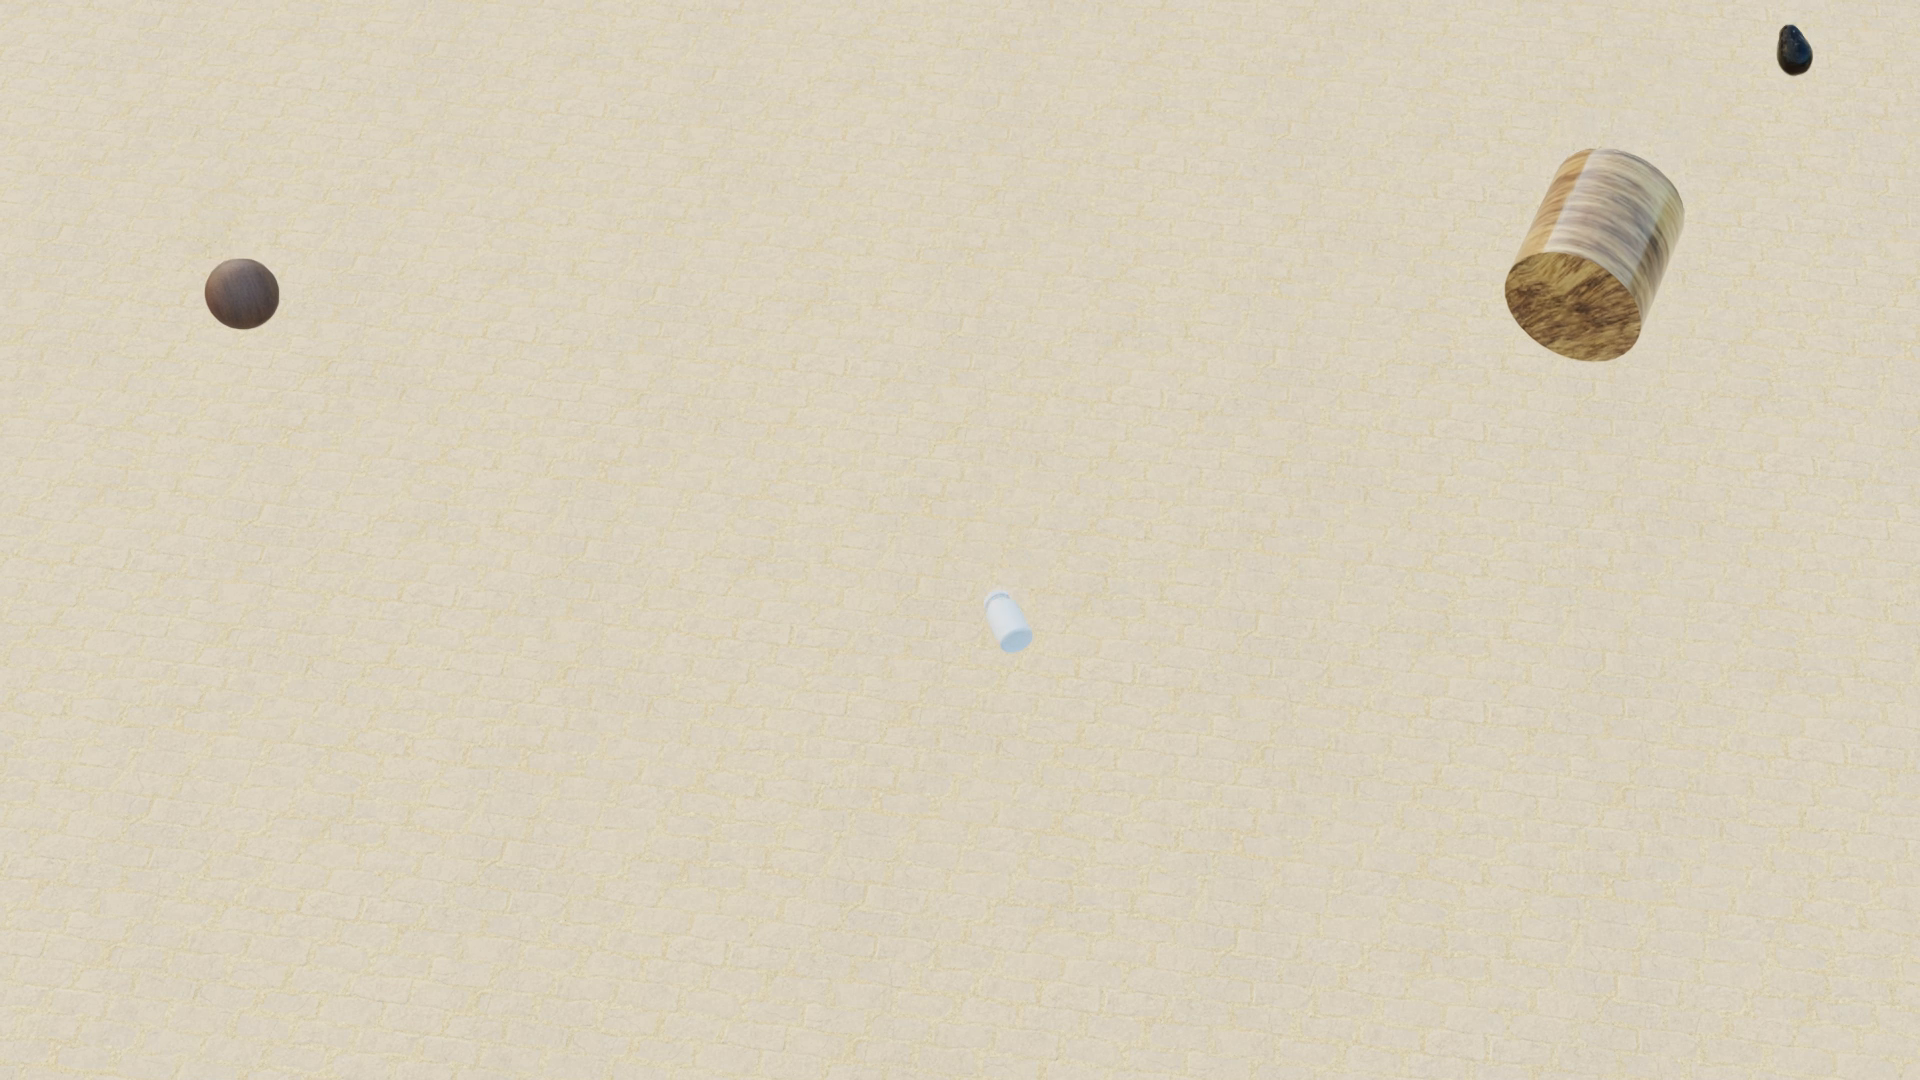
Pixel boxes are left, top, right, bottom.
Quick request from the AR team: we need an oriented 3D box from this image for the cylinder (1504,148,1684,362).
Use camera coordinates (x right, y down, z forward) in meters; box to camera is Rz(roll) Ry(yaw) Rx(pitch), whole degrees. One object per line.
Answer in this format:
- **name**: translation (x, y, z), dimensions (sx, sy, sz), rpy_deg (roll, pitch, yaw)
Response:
- **cylinder**: translation (0.980, -0.440, 3.390), dimensions (0.224, 0.197, 0.249), rpy_deg (44, 55, -19)
